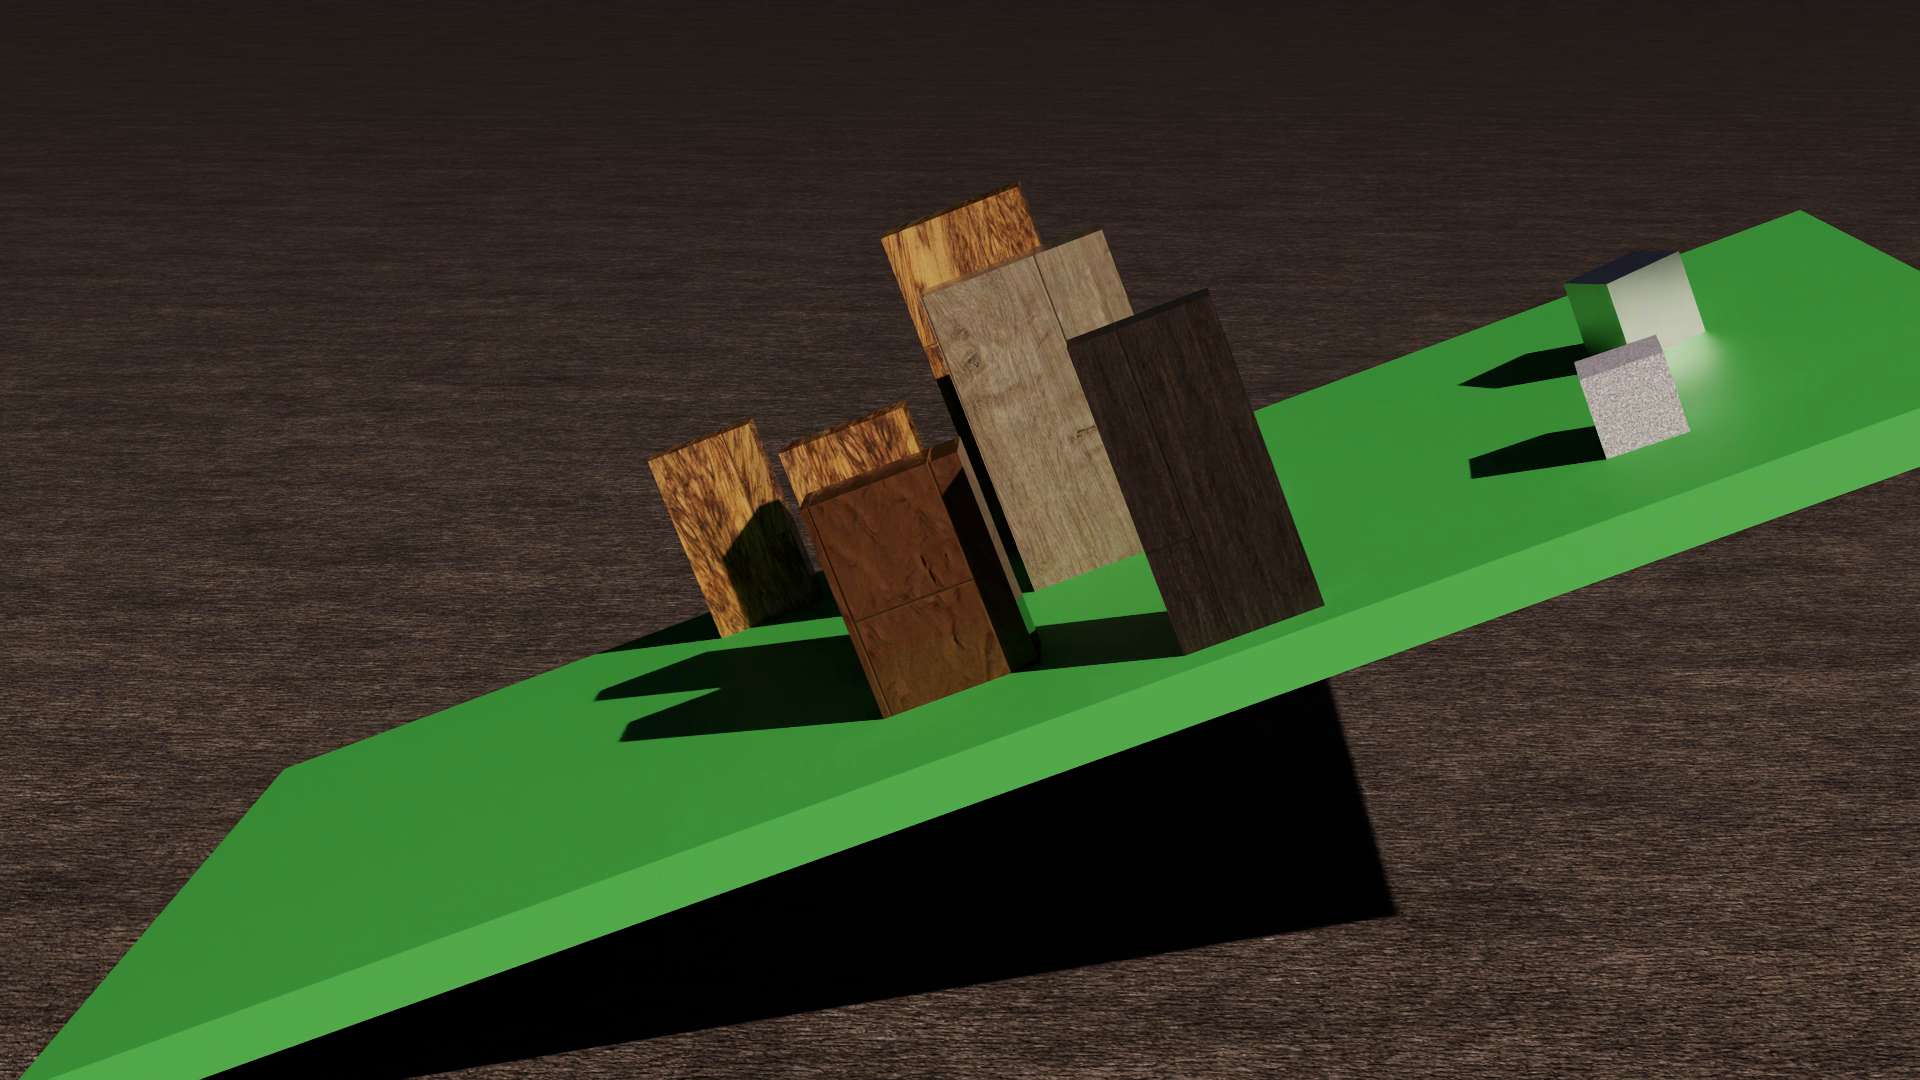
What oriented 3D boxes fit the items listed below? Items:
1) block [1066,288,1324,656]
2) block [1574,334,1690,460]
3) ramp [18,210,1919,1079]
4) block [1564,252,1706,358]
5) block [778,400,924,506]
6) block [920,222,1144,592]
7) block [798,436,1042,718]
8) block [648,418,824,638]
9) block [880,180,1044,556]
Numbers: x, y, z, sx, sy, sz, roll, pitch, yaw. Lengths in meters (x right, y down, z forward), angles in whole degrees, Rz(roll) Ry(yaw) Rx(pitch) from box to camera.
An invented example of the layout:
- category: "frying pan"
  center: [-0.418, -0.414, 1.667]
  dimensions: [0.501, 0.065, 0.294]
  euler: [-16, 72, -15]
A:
- category: "block"
  center: [0.428, -0.122, 5.331]
  dimensions: [0.271, 0.607, 0.090]
  euler: [-20, 12, 7]
- category: "block"
  center: [1.278, -0.273, 5.597]
  dimensions: [0.162, 0.162, 0.162]
  euler: [-19, 12, 13]
- category: "ramp"
  center: [0.120, 0.175, 6.293]
  dimensions: [4.000, 0.100, 2.000]
  euler: [-20, 12, 7]
- category: "block"
  center: [1.436, -0.496, 6.268]
  dimensions: [0.182, 0.182, 0.182]
  euler: [-25, 12, -14]
- category: "block"
  center: [-0.154, -0.007, 6.123]
  dimensions: [0.274, 0.498, 0.087]
  euler: [-20, 12, 7]
- category: "block"
  center: [0.229, -0.280, 6.235]
  dimensions: [0.405, 0.673, 0.119]
  euler: [-20, 12, 7]
- category: "block"
  center: [-0.074, 0.074, 5.746]
  dimensions: [0.326, 0.446, 0.148]
  euler: [-20, 12, 7]
- category: "block"
  center: [-0.530, -0.028, 6.986]
  dimensions: [0.255, 0.459, 0.084]
  euler: [-20, 12, 7]
- category: "block"
  center: [0.119, -0.387, 6.663]
  dimensions: [0.327, 0.775, 0.124]
  euler: [-20, 12, 7]
